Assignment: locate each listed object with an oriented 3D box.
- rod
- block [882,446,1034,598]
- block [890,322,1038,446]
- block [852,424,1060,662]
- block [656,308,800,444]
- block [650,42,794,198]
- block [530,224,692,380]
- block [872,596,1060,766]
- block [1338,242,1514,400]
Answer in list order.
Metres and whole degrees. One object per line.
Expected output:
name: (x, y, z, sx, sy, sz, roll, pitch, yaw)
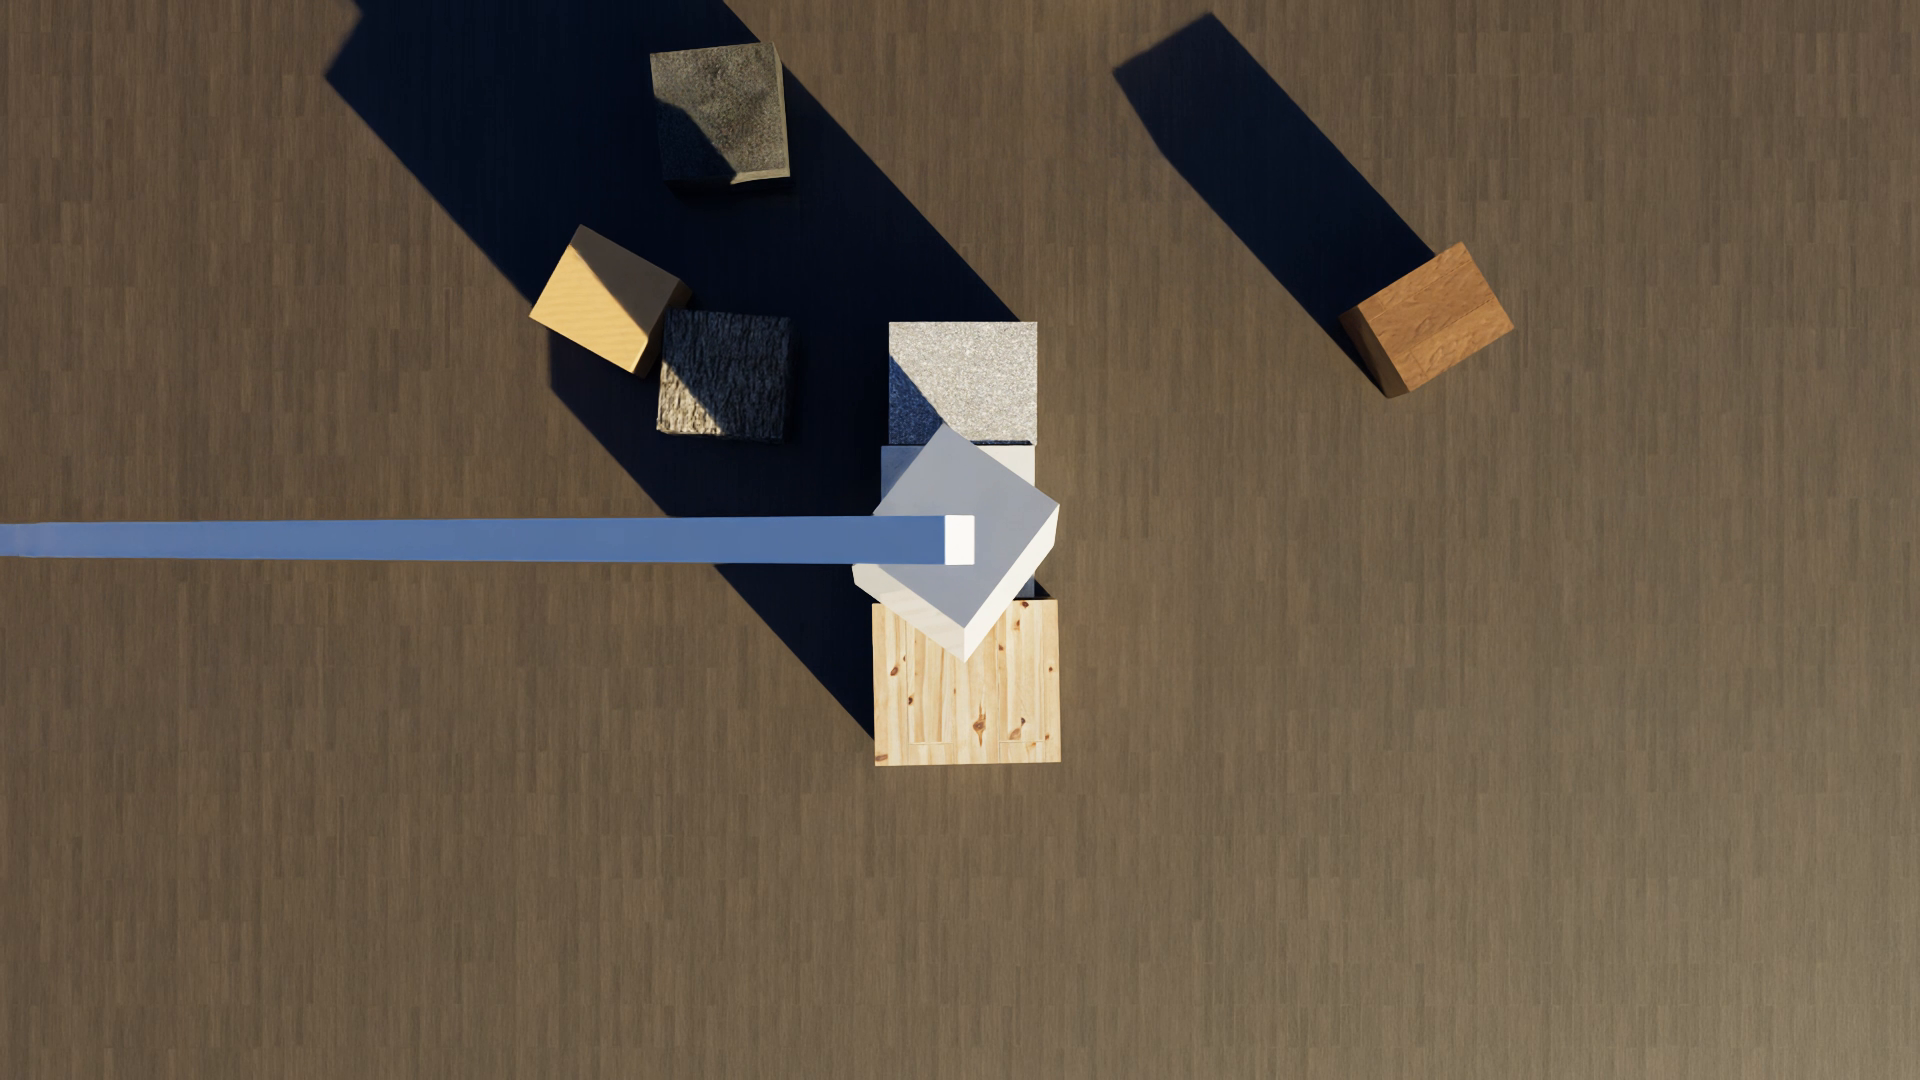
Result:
rod: (-2.095, 0.000, 5.162, 5.200, 0.080, 0.080, 0, 90, 36)
block: (-0.012, -0.103, 12.623, 0.852, 0.754, 0.844, 0, 90, 0)
block: (0.017, -0.875, 12.630, 0.825, 0.739, 0.682, 0, 90, 0)
block: (-0.031, 0.028, 11.716, 0.748, 0.783, 0.825, 35, 77, 10)
block: (-1.327, -0.934, 12.689, 0.710, 0.616, 0.686, 4, 90, 0)
block: (-1.363, -2.415, 12.689, 0.698, 0.621, 0.719, -6, 90, 0)
block: (-1.996, -1.361, 12.661, 0.638, 0.671, 0.593, 29, 90, -1)
block: (0.035, 0.782, 12.517, 1.014, 0.965, 0.887, -1, 90, 0)
block: (2.671, -1.255, 12.672, 0.688, 0.657, 0.573, -31, 90, 0)
